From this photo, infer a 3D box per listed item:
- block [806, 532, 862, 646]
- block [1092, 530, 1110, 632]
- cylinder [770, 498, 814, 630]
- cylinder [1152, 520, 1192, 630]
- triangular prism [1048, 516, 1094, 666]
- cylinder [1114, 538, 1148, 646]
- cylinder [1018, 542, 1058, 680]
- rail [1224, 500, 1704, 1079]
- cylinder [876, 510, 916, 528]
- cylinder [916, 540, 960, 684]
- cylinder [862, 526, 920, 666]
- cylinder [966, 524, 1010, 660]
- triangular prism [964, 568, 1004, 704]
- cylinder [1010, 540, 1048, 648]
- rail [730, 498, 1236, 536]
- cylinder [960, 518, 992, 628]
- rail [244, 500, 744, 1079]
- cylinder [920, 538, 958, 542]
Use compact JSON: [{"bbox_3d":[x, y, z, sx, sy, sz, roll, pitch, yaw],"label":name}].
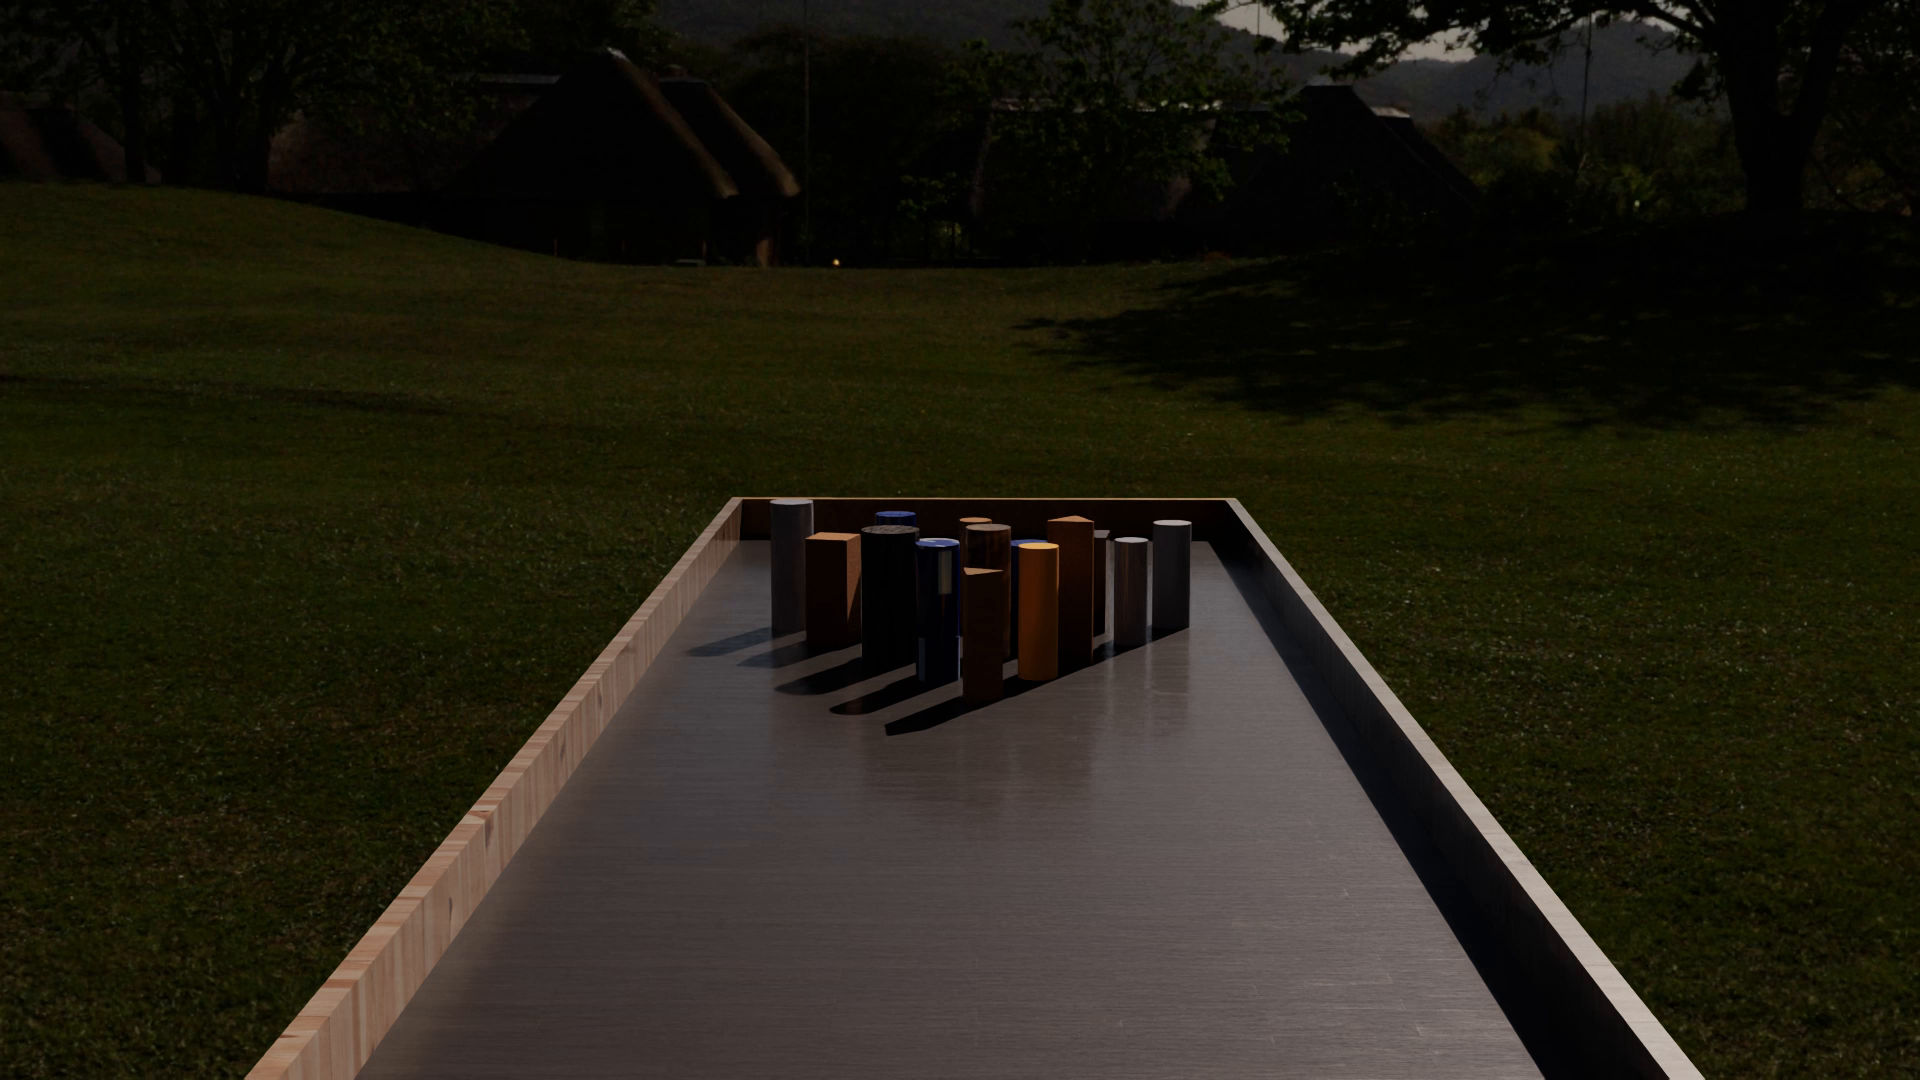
[{"bbox_3d":[-0.400,0.154,6.962,0.137,0.336,0.137,3,9,16],"label":"block"},{"bbox_3d":[0.401,0.132,7.181,0.162,0.311,0.162,1,9,9],"label":"block"},{"bbox_3d":[-0.548,0.079,7.188,0.141,0.414,0.141,0,9,0],"label":"cylinder"},{"bbox_3d":[0.693,0.113,7.203,0.125,0.343,0.125,0,9,0],"label":"cylinder"},{"bbox_3d":[0.342,0.150,6.666,0.139,0.436,0.121,2,9,10],"label":"triangular prism"},{"bbox_3d":[0.539,0.162,6.934,0.106,0.329,0.106,0,9,0],"label":"cylinder"},{"bbox_3d":[0.229,0.209,6.446,0.118,0.389,0.118,0,9,0],"label":"cylinder"},{"bbox_3d":[1.046,0.843,3.208,0.050,0.150,12.000,0,9,1],"label":"rail"},{"bbox_3d":[-0.211,0.097,7.218,0.131,0.370,0.131,0,9,0],"label":"cylinder"},{"bbox_3d":[-0.065,0.208,6.418,0.129,0.401,0.129,0,9,0],"label":"cylinder"},{"bbox_3d":[-0.211,0.166,6.678,0.177,0.401,0.177,0,9,0],"label":"cylinder"},{"bbox_3d":[0.086,0.161,6.702,0.137,0.404,0.137,0,9,0],"label":"cylinder"},{"bbox_3d":[0.041,0.265,6.171,0.121,0.366,0.105,-6,11,-35],"label":"triangular prism"},{"bbox_3d":[0.223,0.168,6.929,0.154,0.320,0.154,0,9,0],"label":"cylinder"},{"bbox_3d":[0.099,-0.098,9.147,2.100,0.150,0.050,0,9,1],"label":"rail"},{"bbox_3d":[0.050,0.108,7.199,0.105,0.353,0.105,0,9,0],"label":"cylinder"},{"bbox_3d":[-1.004,0.839,3.234,0.050,0.150,12.000,0,9,1],"label":"rail"},{"bbox_3d":[-0.079,0.163,6.960,0.152,0.319,0.152,0,9,0],"label":"cylinder"}]
